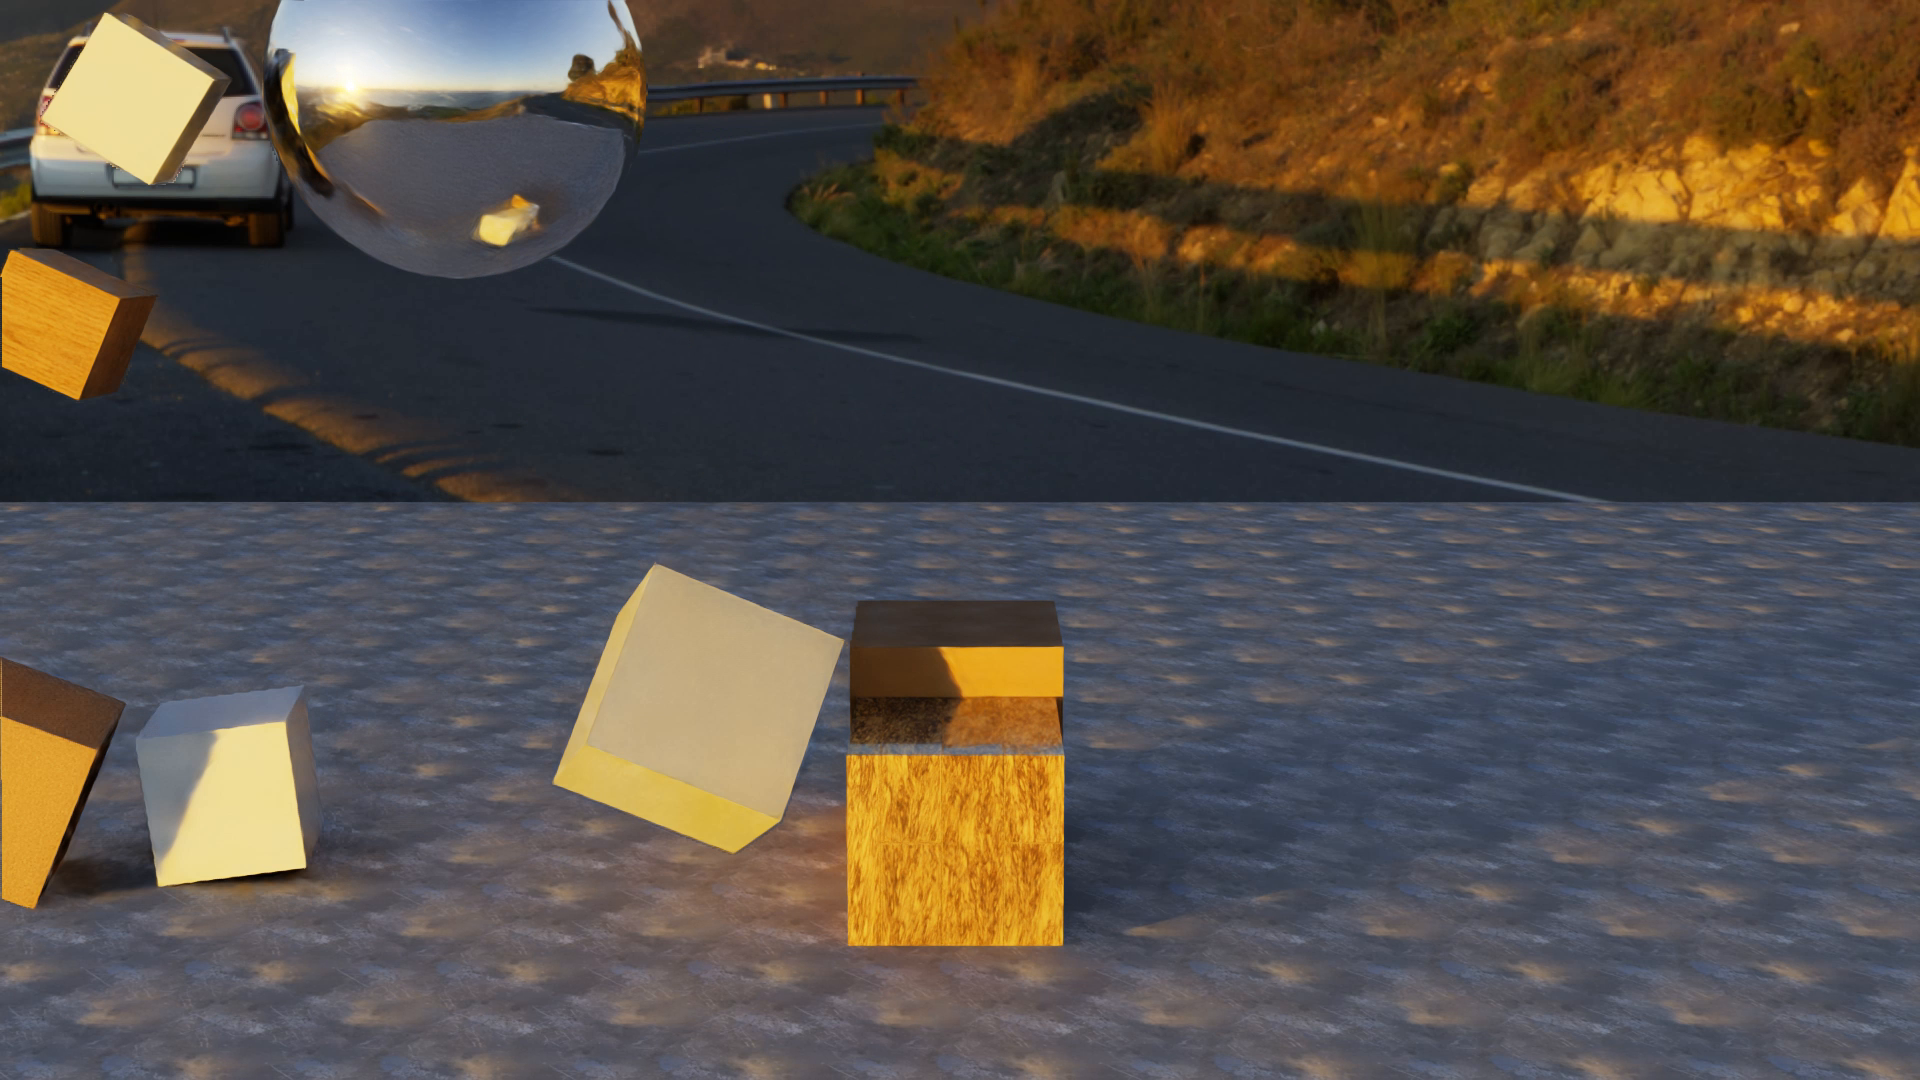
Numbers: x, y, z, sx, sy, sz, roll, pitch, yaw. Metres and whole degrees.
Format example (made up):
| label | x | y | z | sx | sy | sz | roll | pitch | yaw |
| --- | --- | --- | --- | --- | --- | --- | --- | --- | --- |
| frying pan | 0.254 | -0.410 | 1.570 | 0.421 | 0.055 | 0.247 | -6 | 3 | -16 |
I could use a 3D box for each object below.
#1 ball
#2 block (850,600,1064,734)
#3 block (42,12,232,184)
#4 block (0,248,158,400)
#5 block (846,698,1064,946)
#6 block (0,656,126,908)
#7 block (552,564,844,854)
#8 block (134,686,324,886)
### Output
| label | x | y | z | sx | sy | sz | roll | pitch | yaw |
| --- | --- | --- | --- | --- | --- | --- | --- | --- | --- |
| ball | -2.123 | -1.906 | 10.834 | 1.600 | 1.600 | 1.600 | 0 | 10 | 0 |
| block | -0.017 | 0.883 | 11.844 | 0.937 | 1.024 | 1.010 | 0 | 10 | 0 |
| block | -3.412 | -1.838 | 10.671 | 0.492 | 0.508 | 0.480 | 32 | 6 | -11 |
| block | -3.811 | -0.925 | 10.929 | 0.487 | 0.464 | 0.516 | 24 | 6 | -4 |
| block | -0.018 | 1.173 | 10.875 | 0.876 | 0.801 | 0.980 | 0 | 10 | 0 |
| block | -4.216 | 1.004 | 11.163 | 0.805 | 0.751 | 0.776 | 22 | 7 | -13 |
| block | -1.152 | 0.754 | 11.184 | 0.873 | 0.835 | 0.931 | 23 | -21 | -10 |
| block | -3.268 | 1.093 | 11.528 | 0.639 | 0.667 | 0.679 | -7 | 11 | -6 |
